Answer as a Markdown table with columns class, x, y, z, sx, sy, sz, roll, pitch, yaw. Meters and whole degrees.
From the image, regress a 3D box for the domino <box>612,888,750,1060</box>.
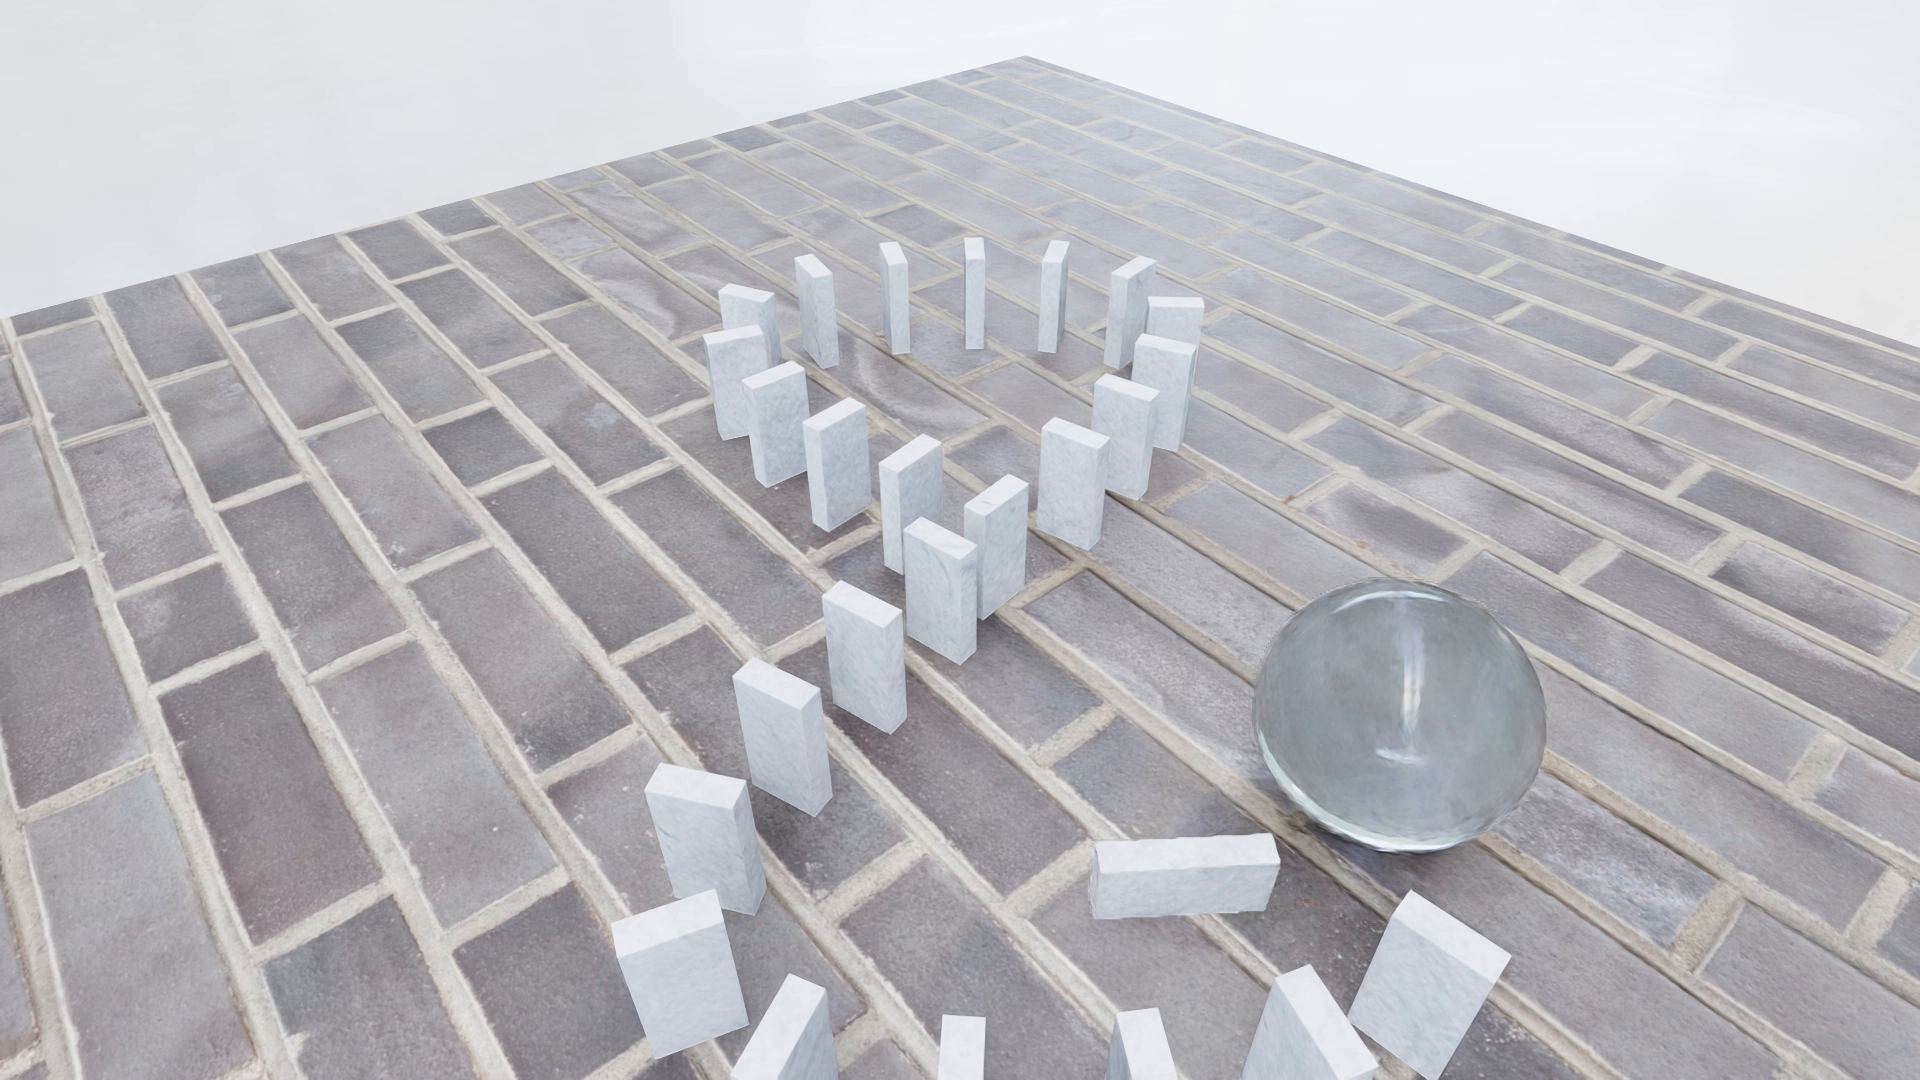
| class | x | y | z | sx | sy | sz | roll | pitch | yaw |
| --- | --- | --- | --- | --- | --- | --- | --- | --- | --- |
| domino | -0.069 | 0.110 | 0.277 | 0.025 | 0.050 | 0.009 | -14 | 41 | -17 |

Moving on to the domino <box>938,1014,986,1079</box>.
| class | x | y | z | sx | sy | sz | roll | pitch | yaw |
| --- | --- | --- | --- | --- | --- | --- | --- | --- | --- |
| domino | 0.000 | 0.133 | 0.250 | 0.009 | 0.050 | 0.025 | 2 | 39 | 3 |

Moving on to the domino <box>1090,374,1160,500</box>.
| class | x | y | z | sx | sy | sz | roll | pitch | yaw |
| --- | --- | --- | --- | --- | --- | --- | --- | --- | --- |
| domino | 0.068 | -0.043 | 0.464 | 0.025 | 0.050 | 0.010 | 23 | 45 | 26 |

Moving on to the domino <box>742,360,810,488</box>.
| class | x | y | z | sx | sy | sz | roll | pitch | yaw |
| --- | --- | --- | --- | --- | --- | --- | --- | --- | --- |
| domino | -0.077 | -0.049 | 0.472 | 0.025 | 0.050 | 0.010 | -27 | 47 | -29 |

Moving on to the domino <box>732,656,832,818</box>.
| class | x | y | z | sx | sy | sz | roll | pitch | yaw |
| --- | --- | --- | --- | --- | --- | --- | --- | --- | --- |
| domino | -0.054 | 0.061 | 0.337 | 0.025 | 0.050 | 0.009 | 21 | 44 | 24 |

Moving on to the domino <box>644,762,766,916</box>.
| class | x | y | z | sx | sy | sz | roll | pitch | yaw |
| --- | --- | --- | --- | --- | --- | --- | --- | --- | --- |
| domino | -0.070 | 0.085 | 0.308 | 0.025 | 0.050 | 0.009 | 9 | 40 | 11 |

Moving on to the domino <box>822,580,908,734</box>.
| class | x | y | z | sx | sy | sz | roll | pitch | yaw |
| --- | --- | --- | --- | --- | --- | --- | --- | --- | --- |
| domino | -0.031 | 0.039 | 0.363 | 0.025 | 0.050 | 0.009 | 24 | 45 | 26 |

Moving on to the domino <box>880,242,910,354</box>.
| class | x | y | z | sx | sy | sz | roll | pitch | yaw |
| --- | --- | --- | --- | --- | --- | --- | --- | --- | --- |
| domino | -0.033 | -0.123 | 0.562 | 0.010 | 0.050 | 0.025 | -9 | 40 | -11 |

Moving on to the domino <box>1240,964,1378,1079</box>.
| class | x | y | z | sx | sy | sz | roll | pitch | yaw |
| --- | --- | --- | --- | --- | --- | --- | --- | --- | --- |
| domino | 0.081 | 0.125 | 0.258 | 0.010 | 0.050 | 0.025 | -14 | 41 | -16 |

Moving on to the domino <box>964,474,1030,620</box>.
| class | x | y | z | sx | sy | sz | roll | pitch | yaw |
| --- | --- | --- | --- | --- | --- | --- | --- | --- | --- |
| domino | 0.013 | 0.003 | 0.408 | 0.009 | 0.050 | 0.025 | 29 | 47 | 30 |

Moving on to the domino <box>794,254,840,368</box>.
| class | x | y | z | sx | sy | sz | roll | pitch | yaw |
| --- | --- | --- | --- | --- | --- | --- | --- | --- | --- |
| domino | -0.071 | -0.114 | 0.551 | 0.009 | 0.050 | 0.025 | -19 | 43 | -22 |

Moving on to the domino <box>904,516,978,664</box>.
| class | x | y | z | sx | sy | sz | roll | pitch | yaw |
| --- | --- | --- | --- | --- | --- | --- | --- | --- | --- |
| domino | -0.007 | 0.018 | 0.389 | 0.025 | 0.050 | 0.009 | 27 | 46 | 29 |

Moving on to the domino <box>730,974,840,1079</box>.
| class | x | y | z | sx | sy | sz | roll | pitch | yaw |
| --- | --- | --- | --- | --- | --- | --- | --- | --- | --- |
| domino | -0.040 | 0.127 | 0.257 | 0.010 | 0.050 | 0.025 | 15 | 42 | 18 |

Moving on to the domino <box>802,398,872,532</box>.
| class | x | y | z | sx | sy | sz | roll | pitch | yaw |
| --- | --- | --- | --- | --- | --- | --- | --- | --- | --- |
| domino | -0.049 | -0.030 | 0.449 | 0.010 | 0.050 | 0.025 | 30 | 48 | 32 |

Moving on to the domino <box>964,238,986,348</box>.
| class | x | y | z | sx | sy | sz | roll | pitch | yaw |
| --- | --- | --- | --- | --- | --- | --- | --- | --- | --- |
| domino | 0.007 | -0.127 | 0.566 | 0.009 | 0.050 | 0.025 | -1 | 39 | -1 |

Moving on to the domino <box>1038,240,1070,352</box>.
| class | x | y | z | sx | sy | sz | roll | pitch | yaw |
| --- | --- | --- | --- | --- | --- | --- | --- | --- | --- |
| domino | 0.048 | -0.125 | 0.564 | 0.009 | 0.050 | 0.025 | 9 | 40 | 11 |

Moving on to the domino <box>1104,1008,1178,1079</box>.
| class | x | y | z | sx | sy | sz | roll | pitch | yaw |
| --- | --- | --- | --- | --- | --- | --- | --- | --- | --- |
| domino | 0.041 | 0.132 | 0.251 | 0.009 | 0.050 | 0.025 | -5 | 40 | -6 |

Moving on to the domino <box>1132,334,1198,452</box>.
| class | x | y | z | sx | sy | sz | roll | pitch | yaw |
| --- | --- | --- | --- | --- | --- | --- | --- | --- | --- |
| domino | 0.089 | -0.065 | 0.491 | 0.025 | 0.050 | 0.009 | 16 | 42 | 19 |

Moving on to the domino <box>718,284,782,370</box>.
| class | x | y | z | sx | sy | sz | roll | pitch | yaw |
| --- | --- | --- | --- | --- | --- | --- | --- | --- | --- |
| domino | -0.100 | -0.096 | 0.529 | 0.025 | 0.050 | 0.010 | 16 | 42 | 19 |

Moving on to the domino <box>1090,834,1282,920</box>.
| class | x | y | z | sx | sy | sz | roll | pitch | yaw |
| --- | --- | --- | --- | --- | --- | --- | --- | --- | --- |
| domino | 0.063 | 0.096 | 0.314 | 0.050 | 0.025 | 0.010 | -2 | 41 | -2 |

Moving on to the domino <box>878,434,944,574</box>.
| class | x | y | z | sx | sy | sz | roll | pitch | yaw |
| --- | --- | --- | --- | --- | --- | --- | --- | --- | --- |
| domino | -0.018 | -0.013 | 0.428 | 0.009 | 0.050 | 0.025 | 28 | 47 | 30 |

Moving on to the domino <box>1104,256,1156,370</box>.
| class | x | y | z | sx | sy | sz | roll | pitch | yaw |
| --- | --- | --- | --- | --- | --- | --- | --- | --- | --- |
| domino | 0.085 | -0.114 | 0.550 | 0.009 | 0.050 | 0.025 | 28 | 47 | 30 |

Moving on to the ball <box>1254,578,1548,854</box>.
| class | x | y | z | sx | sy | sz | roll | pitch | yaw |
| --- | --- | --- | --- | --- | --- | --- | --- | --- | --- |
| ball | 0.128 | 0.051 | 0.325 | 0.080 | 0.080 | 0.080 | 0 | 39 | 0 |

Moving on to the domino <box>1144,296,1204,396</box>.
| class | x | y | z | sx | sy | sz | roll | pitch | yaw |
| --- | --- | --- | --- | --- | --- | --- | --- | --- | --- |
| domino | 0.099 | -0.090 | 0.522 | 0.025 | 0.050 | 0.009 | 1 | 39 | 2 |

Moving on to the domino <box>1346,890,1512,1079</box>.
| class | x | y | z | sx | sy | sz | roll | pitch | yaw |
| --- | --- | --- | --- | --- | --- | --- | --- | --- | --- |
| domino | 0.116 | 0.112 | 0.275 | 0.025 | 0.050 | 0.010 | 31 | 49 | 32 |

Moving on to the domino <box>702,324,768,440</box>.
| class | x | y | z | sx | sy | sz | roll | pitch | yaw |
| --- | --- | --- | --- | --- | --- | --- | --- | --- | --- |
| domino | -0.100 | -0.071 | 0.498 | 0.025 | 0.050 | 0.009 | -15 | 42 | -18 |

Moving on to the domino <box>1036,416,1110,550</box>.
| class | x | y | z | sx | sy | sz | roll | pitch | yaw |
| --- | --- | --- | --- | --- | --- | --- | --- | --- | --- |
| domino | 0.045 | -0.022 | 0.438 | 0.025 | 0.050 | 0.009 | 24 | 45 | 27 |
